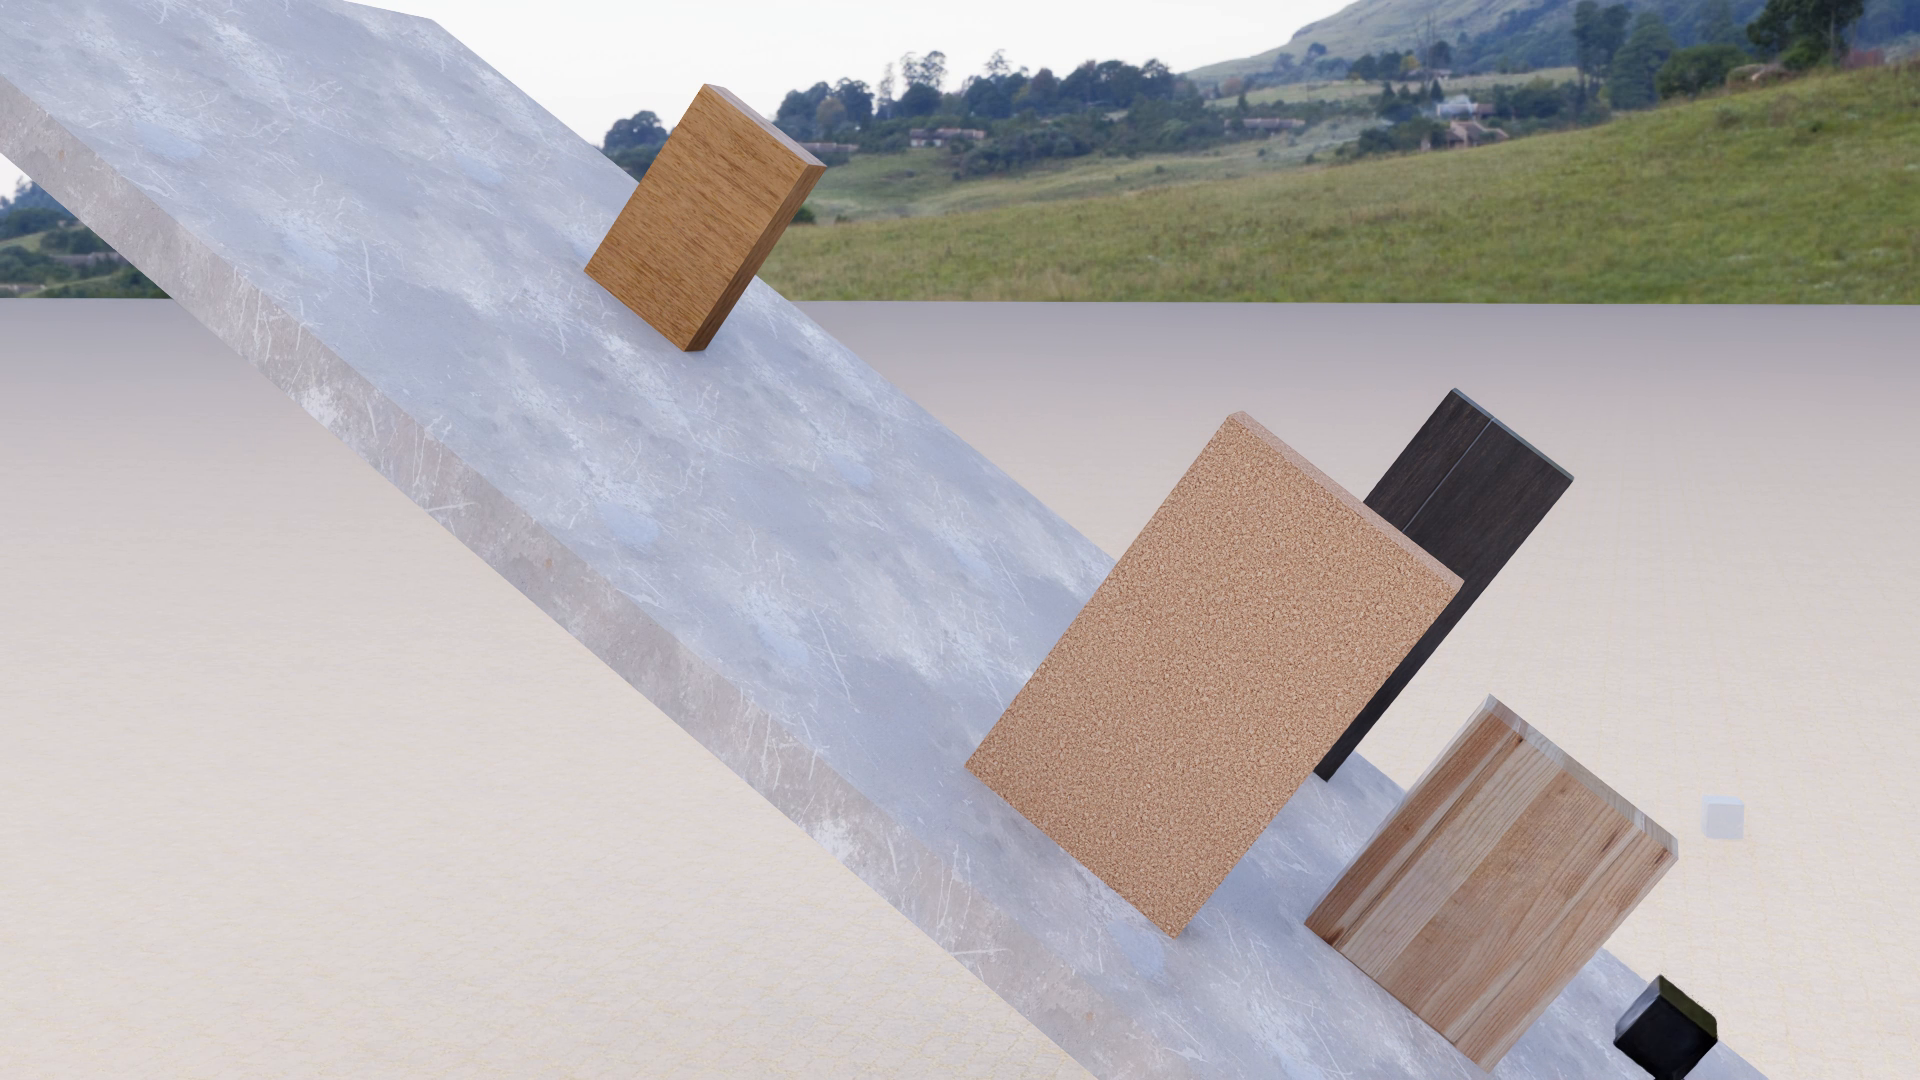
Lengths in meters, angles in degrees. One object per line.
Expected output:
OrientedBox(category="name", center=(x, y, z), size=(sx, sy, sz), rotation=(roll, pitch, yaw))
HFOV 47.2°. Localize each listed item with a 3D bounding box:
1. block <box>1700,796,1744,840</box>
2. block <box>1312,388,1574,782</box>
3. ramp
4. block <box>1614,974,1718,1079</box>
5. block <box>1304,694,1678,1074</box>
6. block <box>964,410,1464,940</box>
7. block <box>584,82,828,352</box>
OrientedBox(category="block", center=(2.524, 0.917, 7.283), size=(0.116, 0.116, 0.116), rotation=(1, 7, 8))
OrientedBox(category="block", center=(0.879, 0.095, 4.491), size=(0.297, 0.789, 0.103), rotation=(39, 16, 9))
OrientedBox(category="ramp", center=(-0.063, 0.125, 4.069), size=(4.000, 0.100, 2.000), rotation=(39, 16, 9))
OrientedBox(category="block", center=(1.365, 0.951, 4.255), size=(0.134, 0.134, 0.134), rotation=(39, 16, 10))
OrientedBox(category="block", center=(0.887, 0.574, 3.688), size=(0.387, 0.484, 0.131), rotation=(39, 16, 9))
OrientedBox(category="block", center=(0.374, 0.204, 3.309), size=(0.413, 0.681, 0.114), rotation=(39, 16, 9))
OrientedBox(category="block", center=(-0.501, -0.629, 4.310), size=(0.265, 0.446, 0.103), rotation=(39, 16, 9))
